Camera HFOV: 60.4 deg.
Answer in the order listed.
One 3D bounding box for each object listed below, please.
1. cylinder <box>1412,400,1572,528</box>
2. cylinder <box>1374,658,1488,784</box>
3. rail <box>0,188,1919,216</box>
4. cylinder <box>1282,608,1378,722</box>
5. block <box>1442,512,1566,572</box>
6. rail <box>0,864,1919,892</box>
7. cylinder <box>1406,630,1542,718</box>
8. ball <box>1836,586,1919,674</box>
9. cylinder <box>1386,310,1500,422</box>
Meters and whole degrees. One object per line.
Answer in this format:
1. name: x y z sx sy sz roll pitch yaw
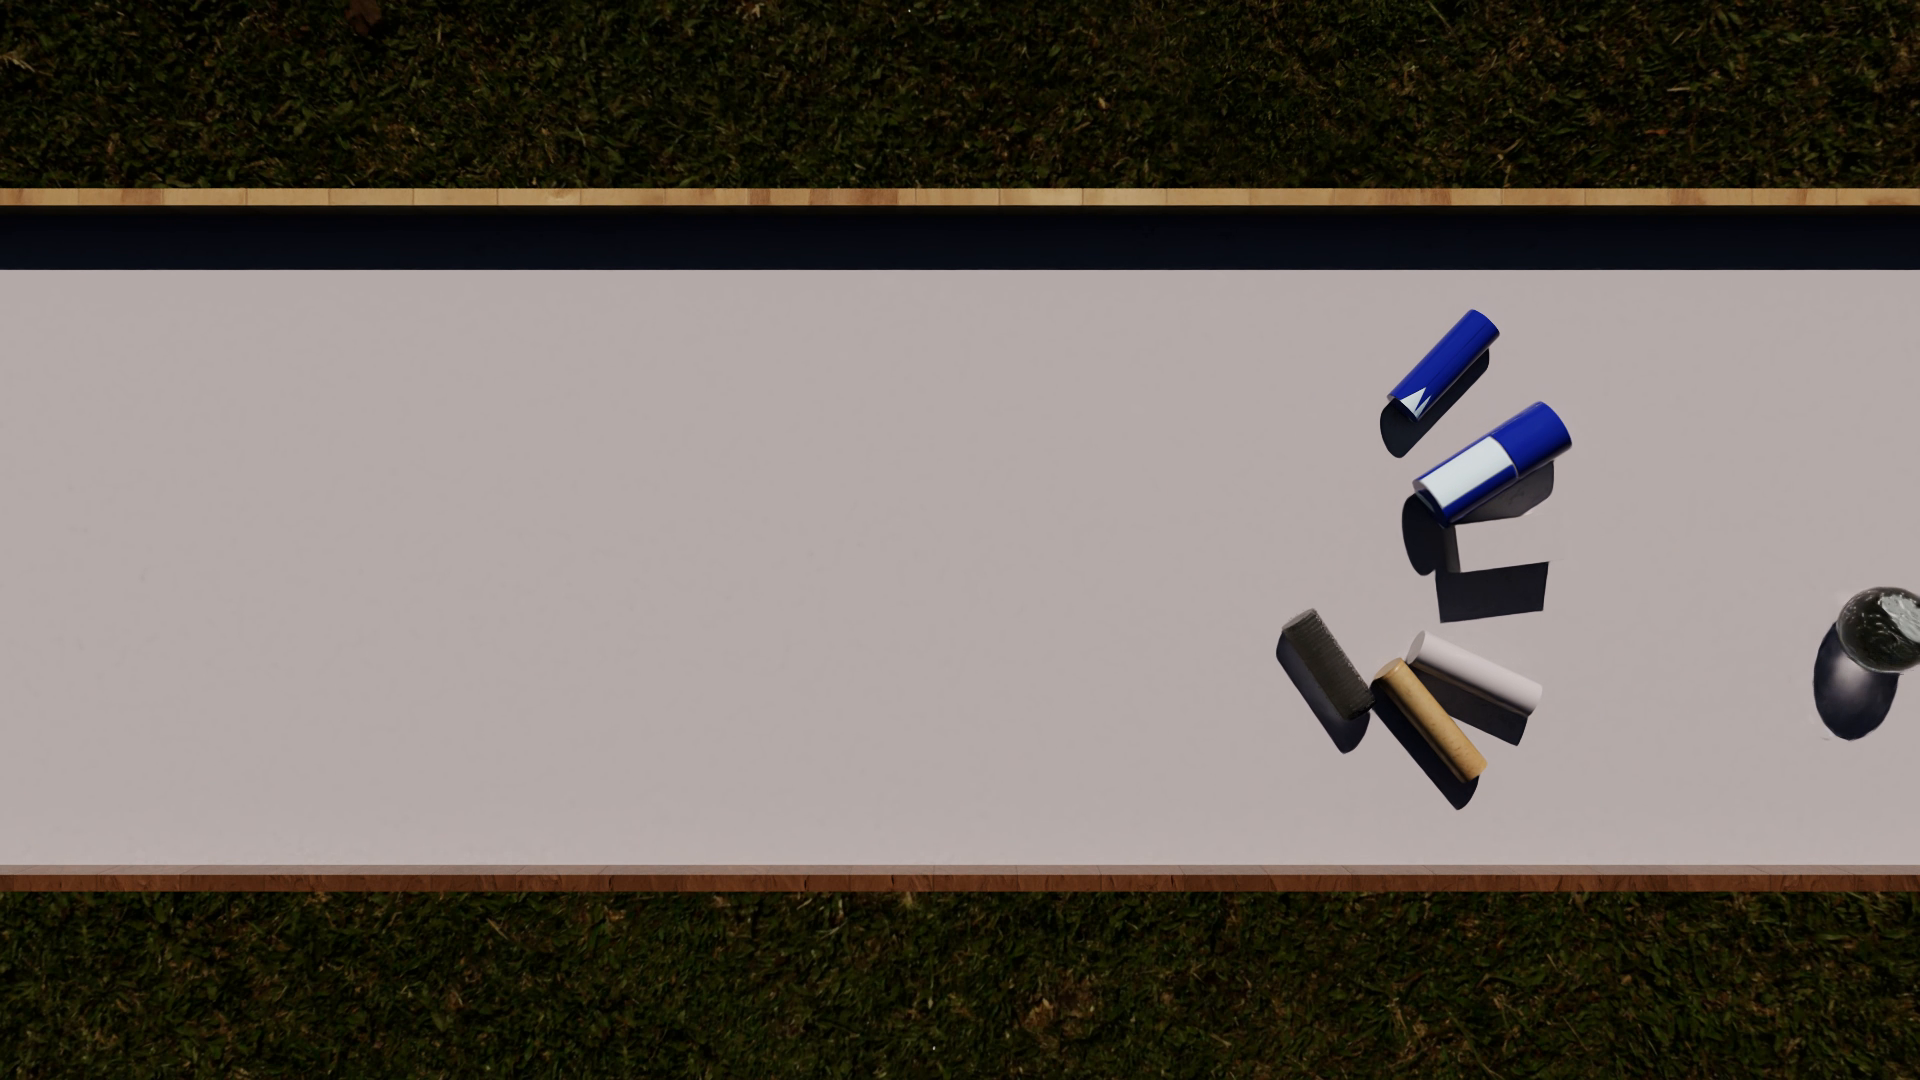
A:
1. cylinder: 1.607 -0.228 4.989 0.441 0.175 0.175 -33 90 0
2. cylinder: 1.434 0.549 5.025 0.104 0.104 0.411 -40 90 0
3. rail: -2.247 -1.025 5.002 12.000 0.150 0.050 0 90 0
4. cylinder: 1.125 0.379 5.018 0.116 0.116 0.339 -34 90 0
5. block: 1.648 0.007 5.005 0.318 0.143 0.143 -7 90 0
6. rail: -2.247 1.025 5.001 12.000 0.150 0.050 0 90 0
7. cylinder: 1.564 0.408 5.020 0.389 0.114 0.114 25 90 0
8. ball: 2.777 0.269 4.945 0.264 0.264 0.264 0 90 0
9. cylinder: 1.469 -0.529 5.016 0.122 0.122 0.360 44 90 0
